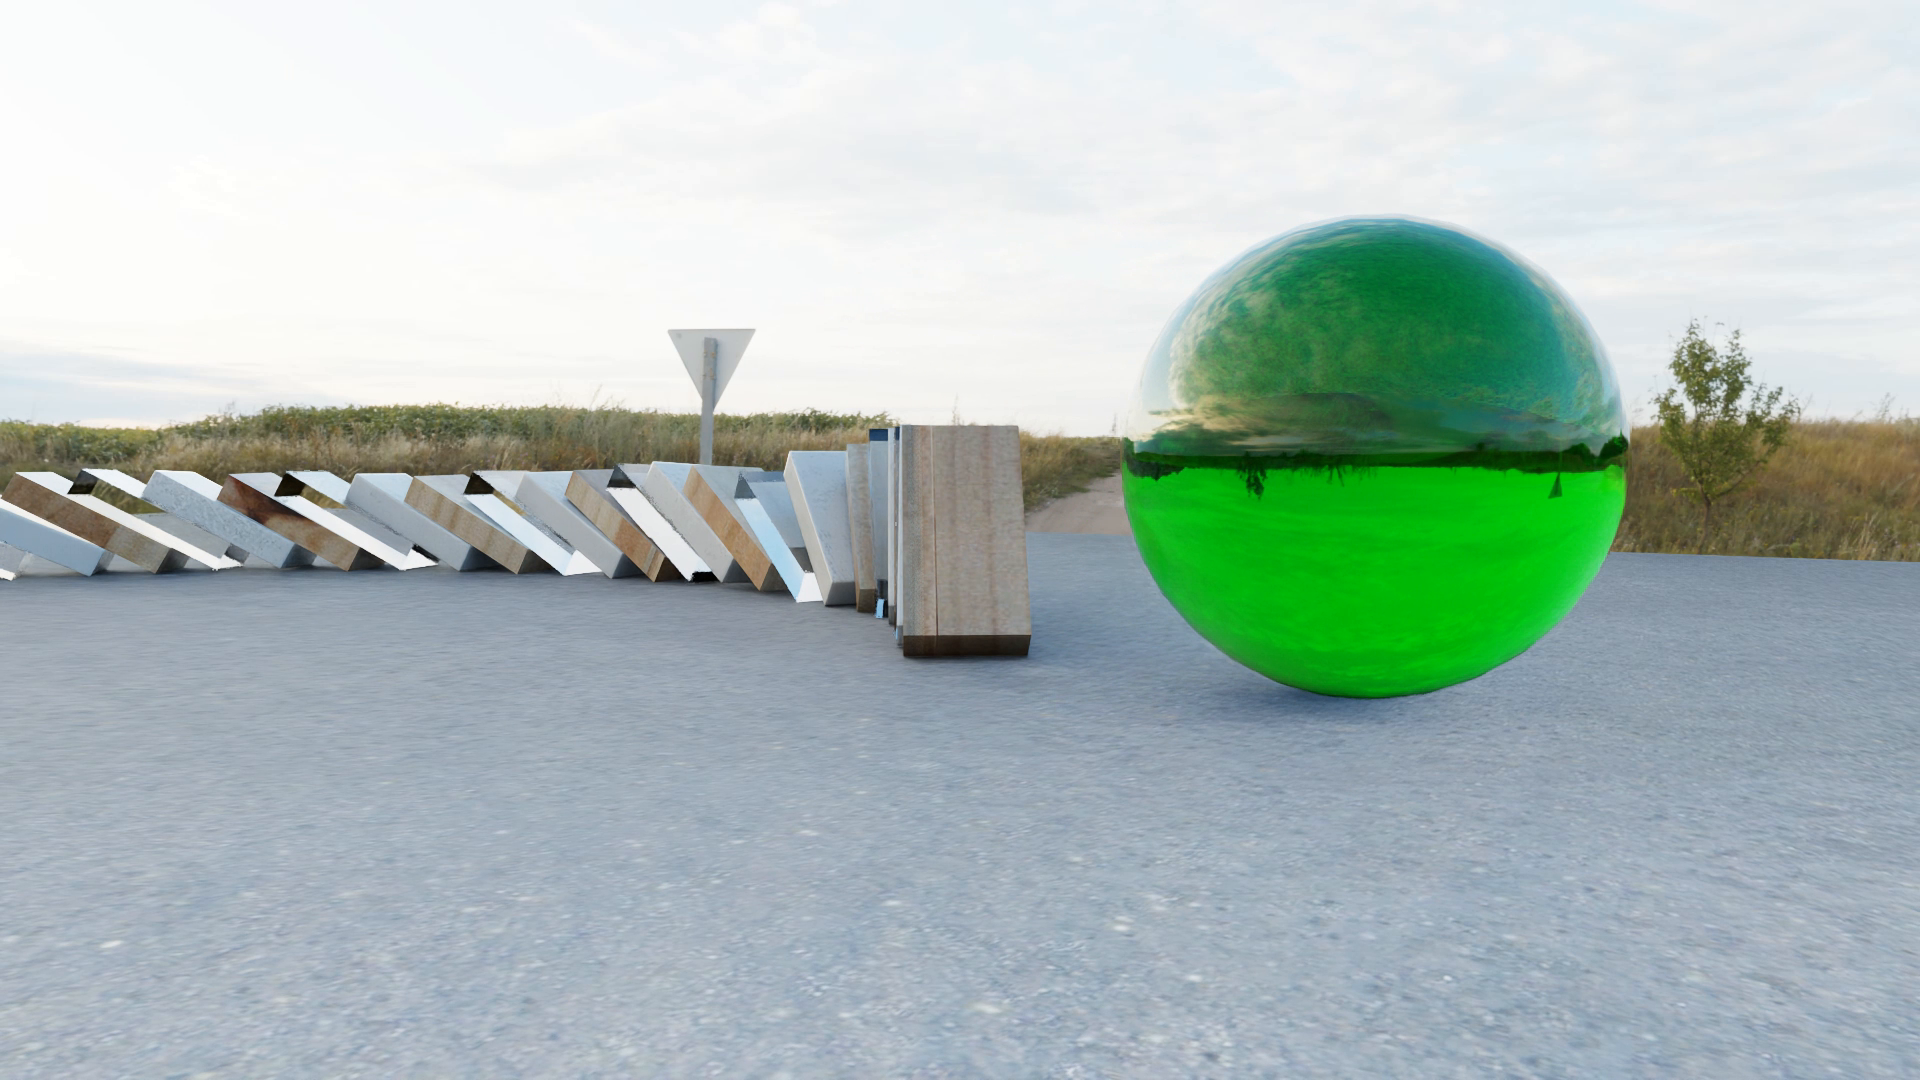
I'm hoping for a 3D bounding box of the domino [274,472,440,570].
[{"bbox_3d":[-0.204,-0.007,0.439,0.050,0.009,0.025,29,5,3],"label":"domino"}]

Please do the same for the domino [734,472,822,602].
[{"bbox_3d":[-0.044,-0.002,0.367,0.025,0.009,0.050,-3,37,-33],"label":"domino"}]

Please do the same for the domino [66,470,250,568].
[{"bbox_3d":[-0.267,-0.007,0.430,0.050,0.009,0.025,29,-3,-10],"label":"domino"}]

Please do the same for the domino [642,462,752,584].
[{"bbox_3d":[-0.074,-0.006,0.395,0.025,0.009,0.050,1,35,-48],"label":"domino"}]

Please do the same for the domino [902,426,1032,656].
[{"bbox_3d":[0.001,-0.001,0.266,0.025,0.050,0.009,0,-30,-3],"label":"domino"}]

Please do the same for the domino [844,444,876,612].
[{"bbox_3d":[-0.016,-0.004,0.339,0.025,0.050,0.010,-1,-40,-10],"label":"domino"}]

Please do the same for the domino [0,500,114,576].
[{"bbox_3d":[-0.302,-0.004,0.413,0.050,0.010,0.025,28,-7,-23],"label":"domino"}]

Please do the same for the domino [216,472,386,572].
[{"bbox_3d":[-0.223,-0.007,0.439,0.050,0.009,0.025,29,5,0],"label":"domino"}]

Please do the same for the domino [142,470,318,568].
[{"bbox_3d":[-0.246,-0.007,0.436,0.050,0.009,0.025,29,-1,-5],"label":"domino"}]

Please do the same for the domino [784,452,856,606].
[{"bbox_3d":[-0.030,-0.004,0.353,0.025,0.009,0.050,-2,46,-24],"label":"domino"}]

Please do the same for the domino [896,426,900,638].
[{"bbox_3d":[-0.002,-0.002,0.289,0.025,0.050,0.010,0,-31,-3],"label":"domino"}]

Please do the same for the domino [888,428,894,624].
[{"bbox_3d":[-0.005,-0.004,0.312,0.025,0.050,0.010,0,-31,-3],"label":"domino"}]

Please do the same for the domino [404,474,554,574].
[{"bbox_3d":[-0.160,-0.006,0.435,0.050,0.010,0.025,30,12,14],"label":"domino"}]

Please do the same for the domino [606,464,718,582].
[{"bbox_3d":[-0.087,-0.006,0.406,0.050,0.009,0.025,43,26,30],"label":"domino"}]

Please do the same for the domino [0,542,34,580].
[{"bbox_3d":[-0.320,-0.003,0.401,0.050,0.009,0.025,27,-9,-28],"label":"domino"}]

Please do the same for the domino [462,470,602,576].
[{"bbox_3d":[-0.139,-0.007,0.431,0.050,0.009,0.025,34,16,20],"label":"domino"}]

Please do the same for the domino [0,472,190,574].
[{"bbox_3d":[-0.284,-0.006,0.424,0.050,0.010,0.025,29,-3,-13],"label":"domino"}]

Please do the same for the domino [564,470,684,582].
[{"bbox_3d":[-0.102,-0.006,0.414,0.050,0.009,0.025,39,24,27],"label":"domino"}]

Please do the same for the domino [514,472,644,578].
[{"bbox_3d":[-0.120,-0.006,0.423,0.050,0.009,0.025,35,20,24],"label":"domino"}]

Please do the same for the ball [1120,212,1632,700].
[{"bbox_3d":[0.067,-0.014,0.214,0.080,0.080,0.080,0,4,0],"label":"ball"}]

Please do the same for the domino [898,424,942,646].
[{"bbox_3d":[-0.001,-0.002,0.278,0.025,0.050,0.010,1,-31,-2],"label":"domino"}]

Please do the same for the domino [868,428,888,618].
[{"bbox_3d":[-0.010,-0.005,0.325,0.025,0.050,0.009,-1,-31,-8],"label":"domino"}]

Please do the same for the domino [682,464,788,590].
[{"bbox_3d":[-0.060,-0.004,0.382,0.025,0.009,0.050,0,36,-44],"label":"domino"}]

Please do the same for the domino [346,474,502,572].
[{"bbox_3d":[-0.181,-0.007,0.440,0.050,0.009,0.025,30,10,12],"label":"domino"}]

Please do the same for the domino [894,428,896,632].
[{"bbox_3d":[-0.003,-0.003,0.301,0.025,0.050,0.009,0,-31,-3],"label":"domino"}]
